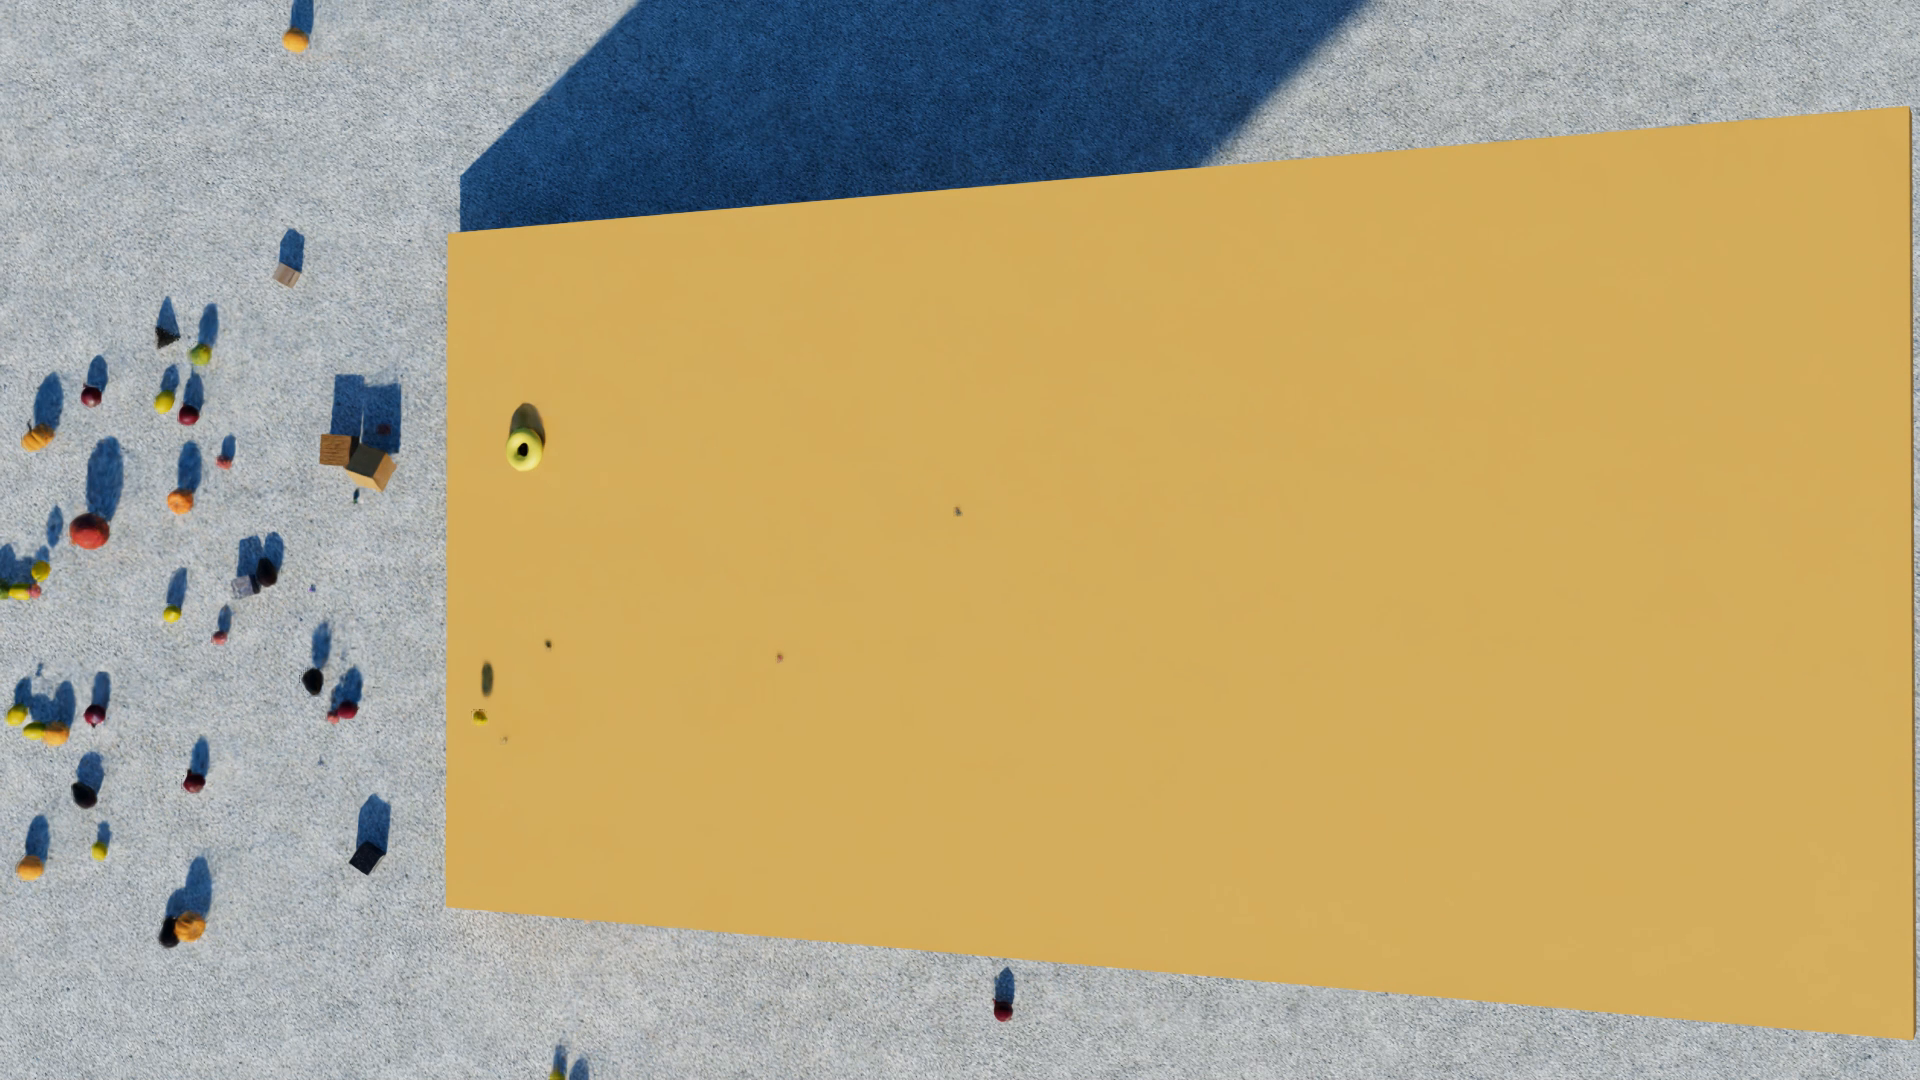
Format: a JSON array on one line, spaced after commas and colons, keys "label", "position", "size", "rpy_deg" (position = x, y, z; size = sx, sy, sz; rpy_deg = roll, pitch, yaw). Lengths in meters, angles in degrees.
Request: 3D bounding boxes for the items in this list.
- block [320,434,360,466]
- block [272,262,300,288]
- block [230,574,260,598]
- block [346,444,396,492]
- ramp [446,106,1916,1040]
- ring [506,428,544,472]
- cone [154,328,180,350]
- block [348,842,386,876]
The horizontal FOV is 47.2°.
[{"label": "block", "position": [-1.857, -0.267, 6.578], "size": [0.090, 0.090, 0.090], "rpy_deg": [4, 89, 0]}, {"label": "block", "position": [-2.022, -0.794, 6.601], "size": [0.054, 0.054, 0.054], "rpy_deg": [29, 89, 0]}, {"label": "block", "position": [-2.142, 0.140, 6.589], "size": [0.058, 0.058, 0.058], "rpy_deg": [-16, 89, 0]}, {"label": "block", "position": [-1.755, -0.215, 6.553], "size": [0.092, 0.092, 0.092], "rpy_deg": [18, 68, 14]}, {"label": "ramp", "position": [0.278, 0.079, 5.663], "size": [4.000, 0.100, 2.000], "rpy_deg": [0, 89, 27]}, {"label": "ring", "position": [-1.263, -0.262, 6.376], "size": [0.127, 0.042, 0.127], "rpy_deg": [0, 90, 29]}, {"label": "cone", "position": [-2.378, -0.606, 6.610], "size": [0.071, 0.071, 0.071], "rpy_deg": [-8, 89, -32]}, {"label": "block", "position": [-1.771, 0.952, 6.575], "size": [0.069, 0.069, 0.069], "rpy_deg": [35, 89, 0]}]
